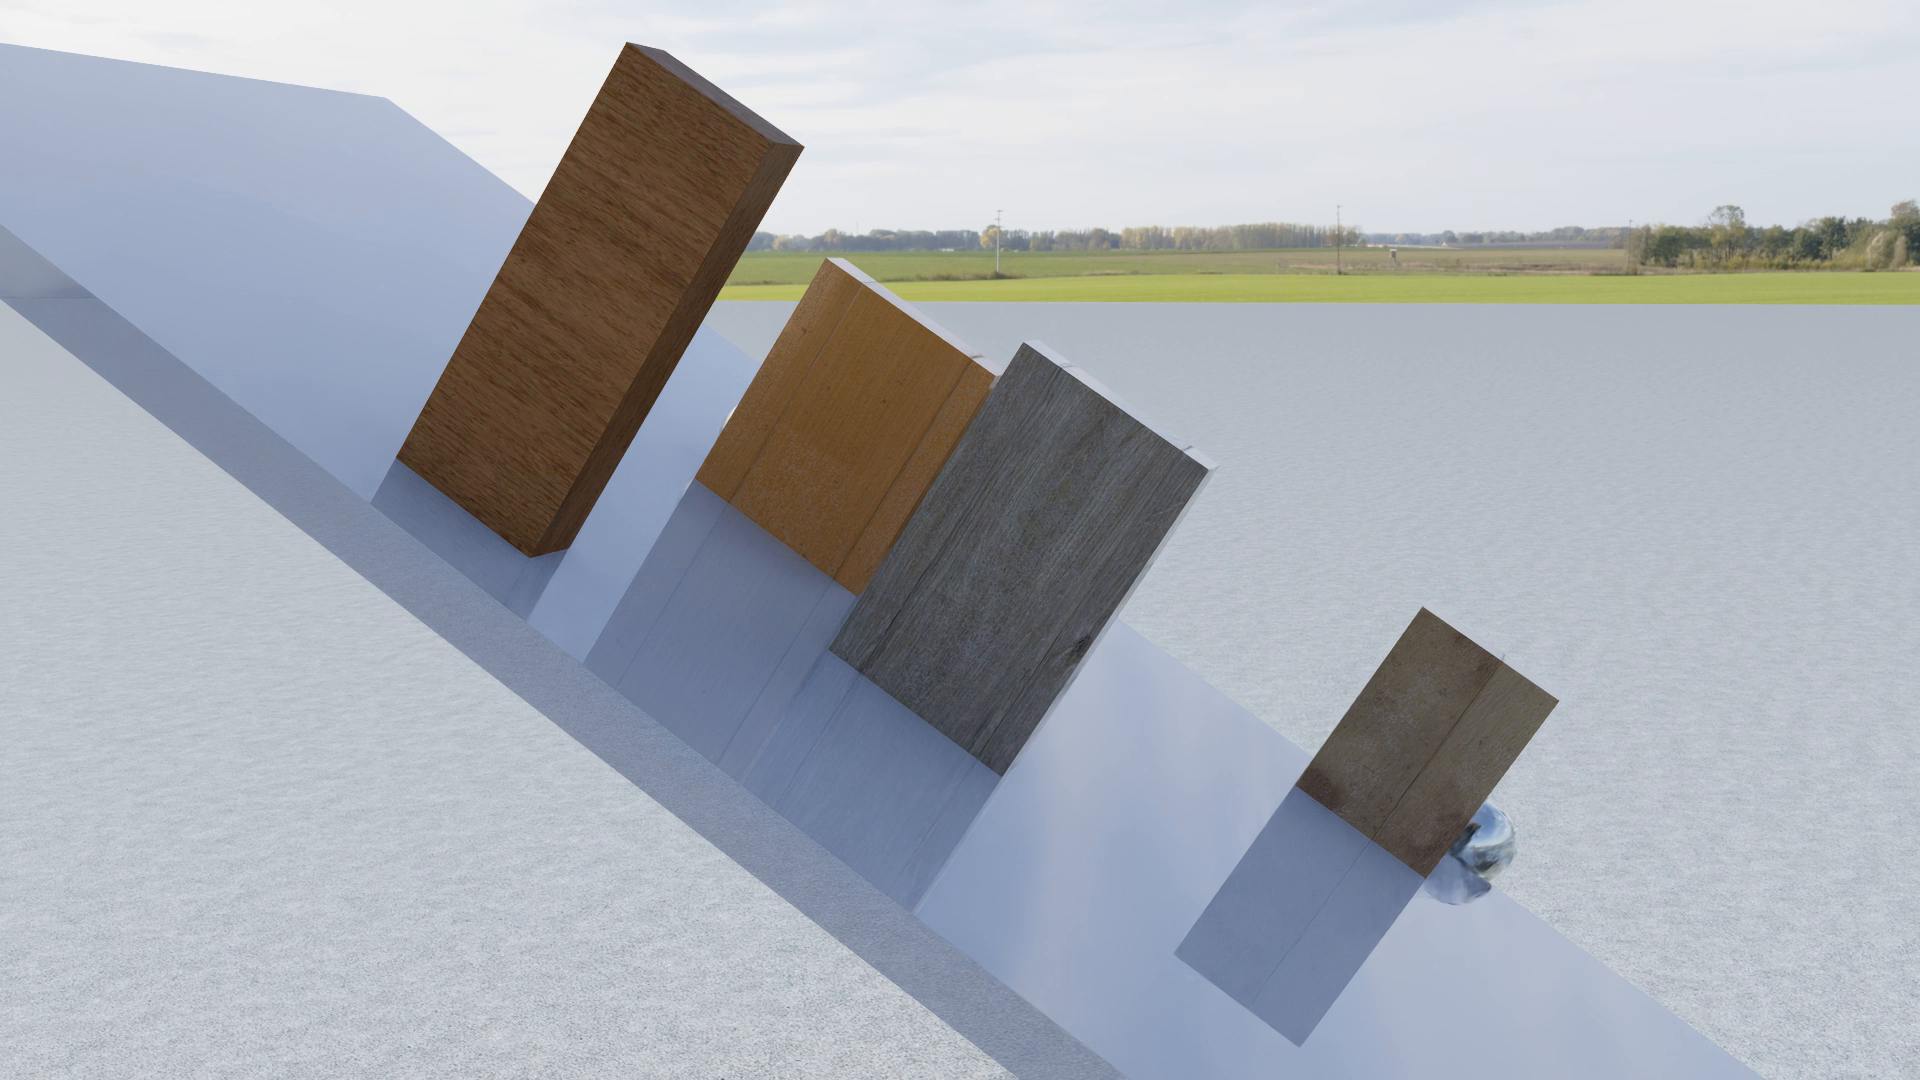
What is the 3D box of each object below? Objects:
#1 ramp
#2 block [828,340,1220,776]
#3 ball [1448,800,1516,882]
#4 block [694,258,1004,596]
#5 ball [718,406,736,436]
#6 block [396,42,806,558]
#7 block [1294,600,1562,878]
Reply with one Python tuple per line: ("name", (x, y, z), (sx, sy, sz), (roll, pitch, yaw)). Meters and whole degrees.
("ramp", (-0.127, 0.214, 4.099), (4.000, 0.100, 2.000), (36, 15, 10))
("block", (0.102, 0.032, 3.715), (0.373, 0.634, 0.095), (36, 15, 10))
("ball", (1.146, 0.673, 4.916), (0.191, 0.191, 0.191), (0, 7, 0))
("block", (-0.207, -0.213, 4.127), (0.390, 0.495, 0.091), (36, 15, 10))
("ball", (-0.392, -0.194, 4.323), (0.169, 0.169, 0.169), (0, 7, 0))
("block", (-0.560, -0.363, 3.392), (0.275, 0.750, 0.133), (36, 15, 10))
("block", (0.974, 0.416, 4.591), (0.331, 0.468, 0.091), (36, 15, 10))
